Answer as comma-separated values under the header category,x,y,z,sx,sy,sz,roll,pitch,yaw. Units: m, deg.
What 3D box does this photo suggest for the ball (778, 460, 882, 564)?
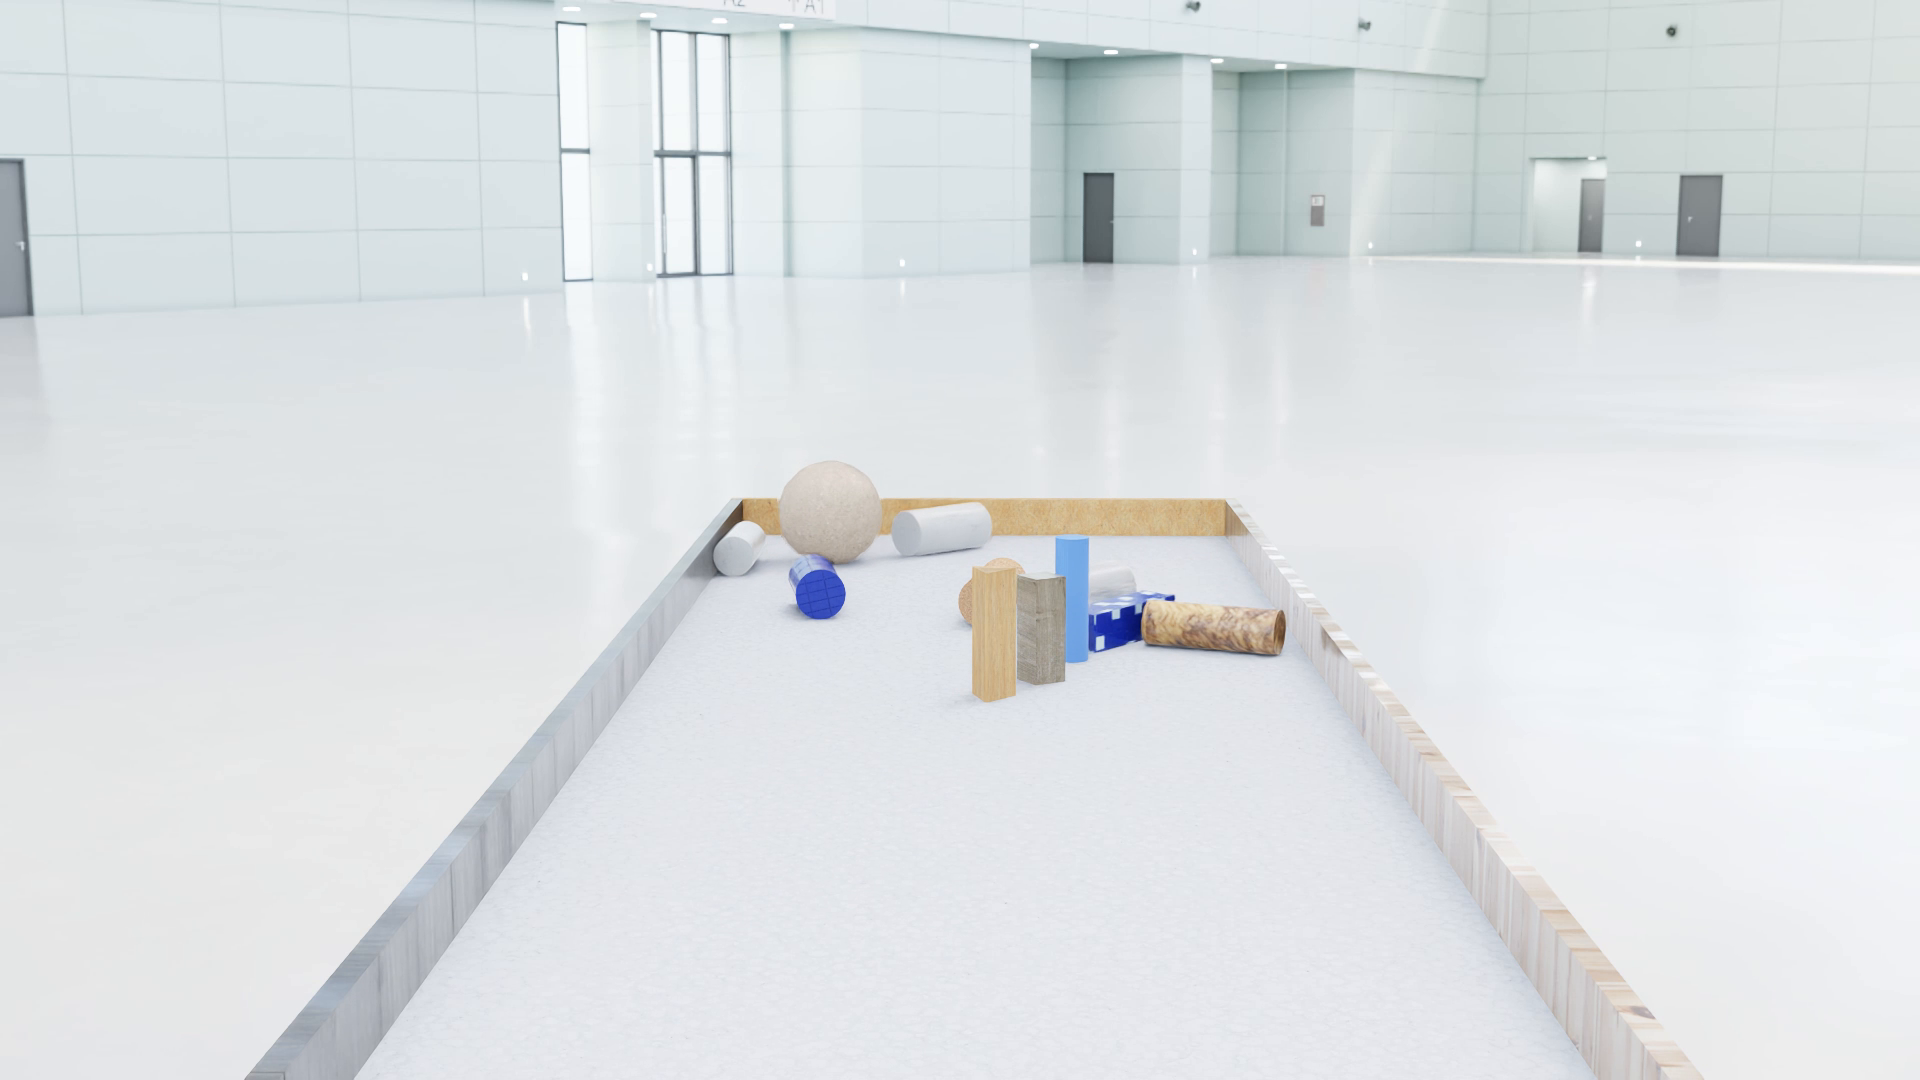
category,x,y,z,sx,sy,sz,roll,pitch,yaw
ball,-0.497,-0.105,8.407,0.397,0.397,0.397,0,9,0

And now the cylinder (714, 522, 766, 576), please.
category,x,y,z,sx,sy,sz,roll,pitch,yaw
cylinder,-0.833,0.031,8.332,0.151,0.151,0.382,0,9,2

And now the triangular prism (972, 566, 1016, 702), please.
category,x,y,z,sx,sy,sz,roll,pitch,yaw
triangular prism,0.076,0.260,6.195,0.107,0.367,0.124,8,12,42

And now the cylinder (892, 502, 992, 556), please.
category,x,y,z,sx,sy,sz,roll,pitch,yaw
cylinder,-0.072,-0.044,8.713,0.373,0.180,0.180,-8,12,-41

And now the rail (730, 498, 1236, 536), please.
category,x,y,z,sx,sy,sz,roll,pitch,yaw
rail,0.099,-0.098,9.147,2.100,0.150,0.050,0,9,1

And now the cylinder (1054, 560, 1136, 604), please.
category,x,y,z,sx,sy,sz,roll,pitch,yaw
cylinder,0.390,0.179,7.341,0.168,0.168,0.441,8,12,40

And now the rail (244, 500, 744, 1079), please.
category,x,y,z,sx,sy,sz,roll,pitch,yaw
rail,-1.004,0.839,3.234,0.050,0.150,12.000,0,9,1

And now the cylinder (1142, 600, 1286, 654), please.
category,x,y,z,sx,sy,sz,roll,pitch,yaw
cylinder,0.790,0.271,6.854,0.425,0.139,0.139,4,10,24

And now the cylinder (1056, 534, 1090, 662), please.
category,x,y,z,sx,sy,sz,roll,pitch,yaw
cylinder,0.340,0.177,6.683,0.103,0.378,0.103,0,9,0

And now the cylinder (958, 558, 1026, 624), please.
category,x,y,z,sx,sy,sz,roll,pitch,yaw
cylinder,0.113,0.174,7.372,0.170,0.170,0.392,2,9,10

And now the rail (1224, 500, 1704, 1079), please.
category,x,y,z,sx,sy,sz,roll,pitch,yaw
rail,1.046,0.843,3.208,0.050,0.150,12.000,0,9,1

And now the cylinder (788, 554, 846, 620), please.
category,x,y,z,sx,sy,sz,roll,pitch,yaw
cylinder,-0.488,0.157,7.481,0.168,0.168,0.318,-1,9,-9

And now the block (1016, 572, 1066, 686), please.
category,x,y,z,sx,sy,sz,roll,pitch,yaw
block,0.236,0.256,6.402,0.103,0.310,0.103,-5,11,-31

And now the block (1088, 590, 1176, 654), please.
category,x,y,z,sx,sy,sz,roll,pitch,yaw
block,0.507,0.258,6.986,0.123,0.123,0.447,7,12,39
